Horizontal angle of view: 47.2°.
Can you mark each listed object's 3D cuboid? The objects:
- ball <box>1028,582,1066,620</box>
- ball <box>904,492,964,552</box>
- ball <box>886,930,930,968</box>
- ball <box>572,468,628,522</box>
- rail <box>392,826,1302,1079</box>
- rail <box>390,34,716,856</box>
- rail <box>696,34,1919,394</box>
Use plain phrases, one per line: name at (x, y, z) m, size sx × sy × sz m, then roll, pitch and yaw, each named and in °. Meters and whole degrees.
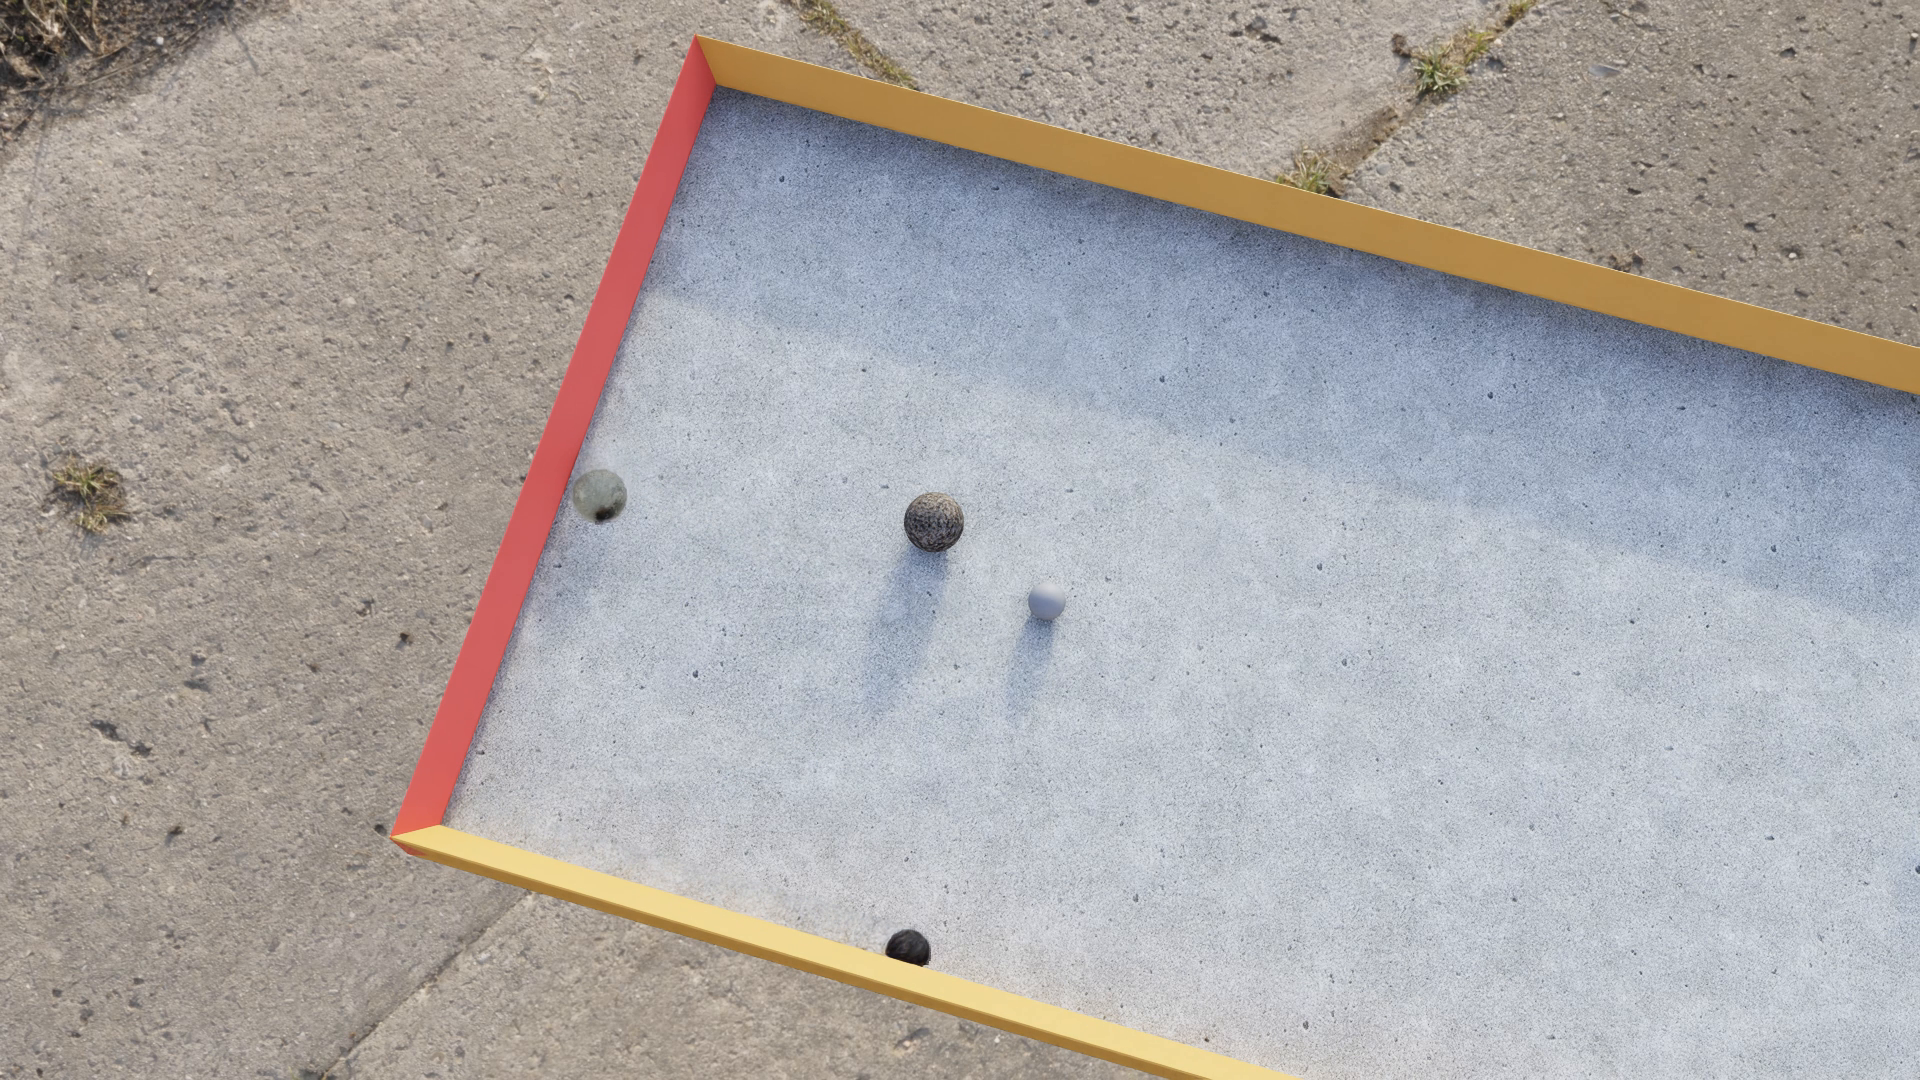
ball at (0.134, 0.095, 3.395) m, size 0.059 × 0.059 × 0.059 m, roll 0°, pitch 71°, yaw 0°
ball at (-0.040, -0.028, 3.418) m, size 0.094 × 0.094 × 0.094 m, roll 0°, pitch 71°, yaw 0°
ball at (-0.076, 0.602, 3.217) m, size 0.064 × 0.064 × 0.064 m, roll 0°, pitch 71°, yaw 0°
ball at (-0.562, -0.070, 3.438) m, size 0.085 × 0.085 × 0.085 m, roll 0°, pitch 71°, yaw 0°
rail at (0.443, 0.777, 3.124) m, size 2.630 × 0.122 × 0.045 m, roll 15°, pitch 72°, yaw 5°
rail at (-0.609, -0.175, 3.453) m, size 0.045 × 0.122 × 1.393 m, roll 15°, pitch 72°, yaw 5°
rail at (0.819, -0.444, 3.546) m, size 2.630 × 0.122 × 0.045 m, roll 15°, pitch 72°, yaw 5°
